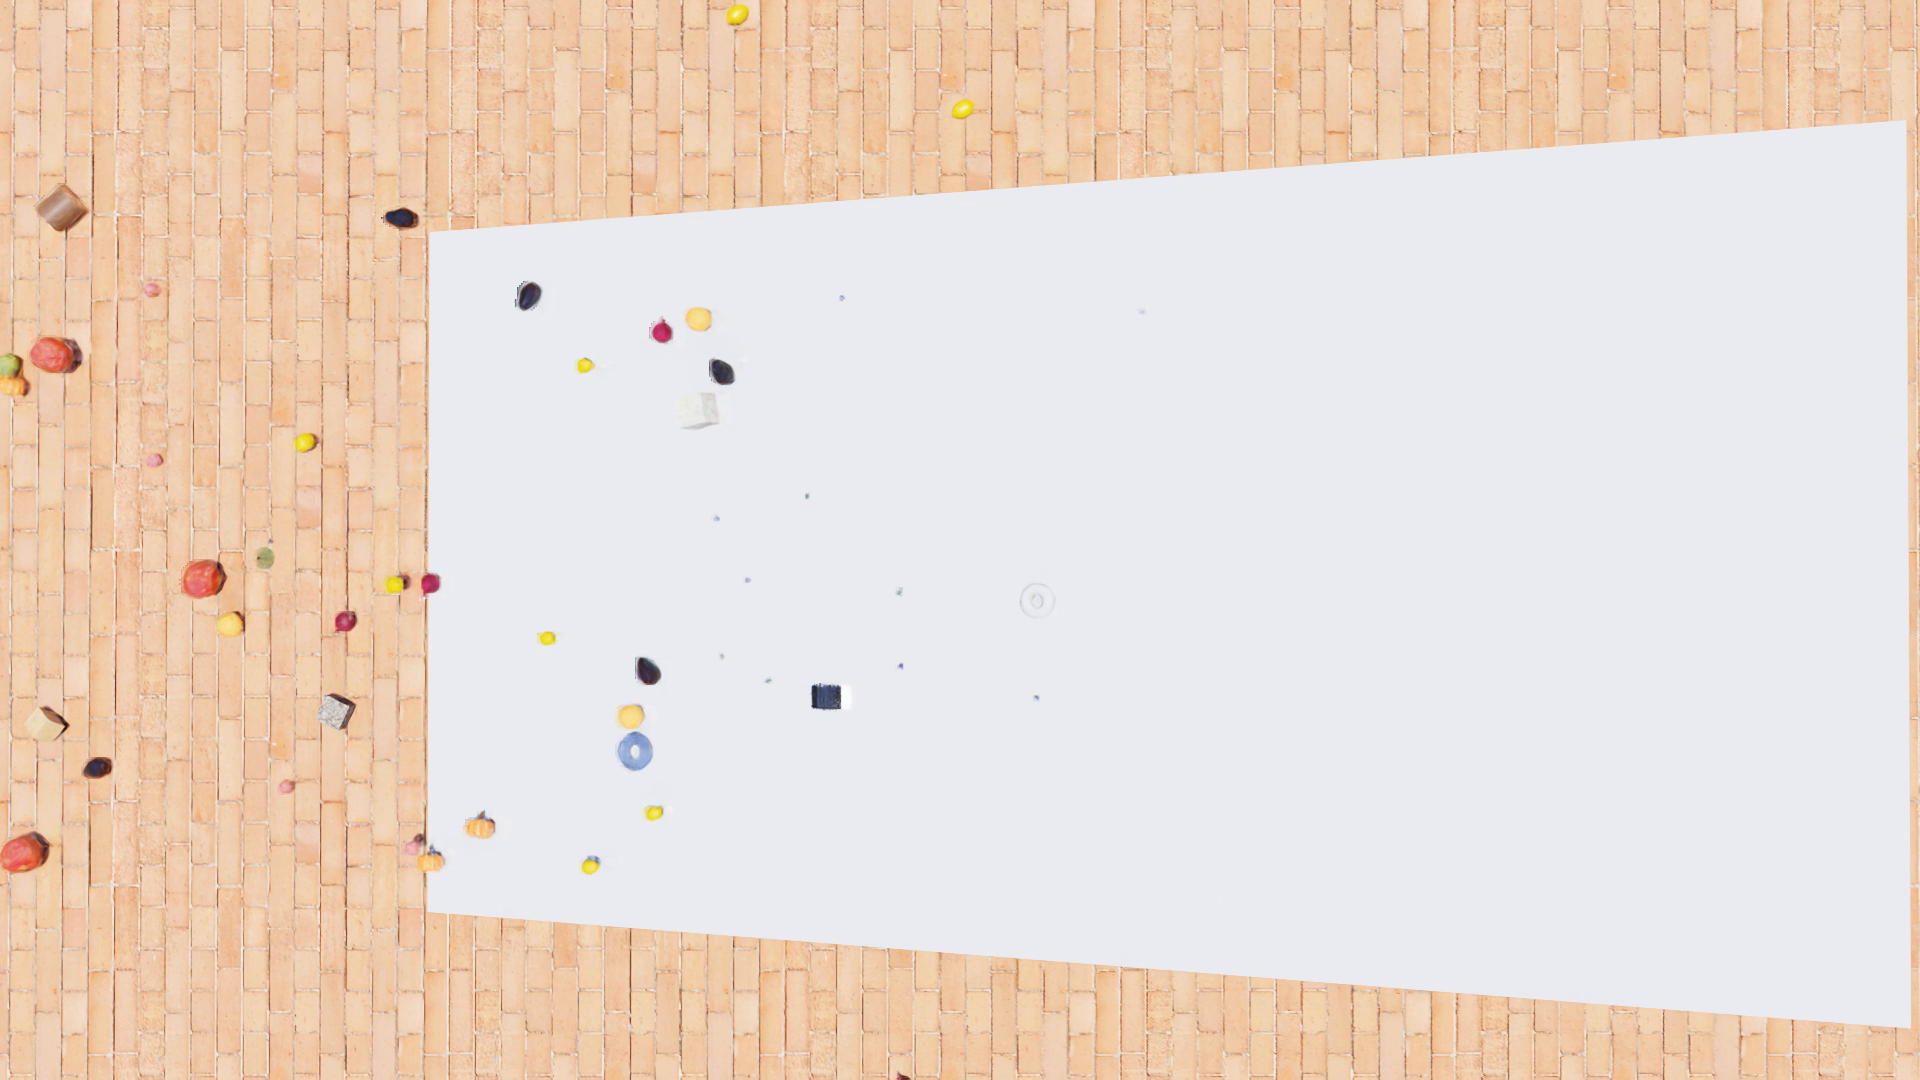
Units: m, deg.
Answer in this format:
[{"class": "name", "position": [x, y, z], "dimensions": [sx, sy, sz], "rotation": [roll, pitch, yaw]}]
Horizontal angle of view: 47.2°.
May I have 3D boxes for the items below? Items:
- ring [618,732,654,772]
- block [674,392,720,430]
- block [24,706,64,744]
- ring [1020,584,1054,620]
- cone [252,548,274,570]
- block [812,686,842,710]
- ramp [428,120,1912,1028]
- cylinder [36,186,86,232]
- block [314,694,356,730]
[{"class": "ring", "position": [-0.908, 0.592, 6.154], "dimensions": [0.111, 0.037, 0.111], "rotation": [-1, 88, 25]}, {"class": "block", "position": [-0.724, -0.355, 6.057], "dimensions": [0.084, 0.084, 0.084], "rotation": [-13, 84, 23]}, {"class": "block", "position": [-2.711, 0.549, 6.512], "dimensions": [0.068, 0.068, 0.068], "rotation": [-49, 57, -1]}, {"class": "ring", "position": [0.200, 0.158, 5.668], "dimensions": [0.094, 0.031, 0.094], "rotation": [0, 90, 23]}, {"class": "cone", "position": [-2.078, 0.054, 6.532], "dimensions": [0.067, 0.067, 0.067], "rotation": [0, 89, 0]}, {"class": "block", "position": [-0.357, 0.422, 5.898], "dimensions": [0.060, 0.060, 0.060], "rotation": [1, 90, 24]}, {"class": "ramp", "position": [0.283, 0.083, 5.704], "dimensions": [4.000, 0.100, 2.000], "rotation": [0, 89, 24]}, {"class": "cylinder", "position": [-2.668, -0.983, 6.527], "dimensions": [0.099, 0.099, 0.099], "rotation": [-41, 89, 0]}, {"class": "block", "position": [-1.851, 0.510, 6.520], "dimensions": [0.079, 0.079, 0.079], "rotation": [25, 89, 0]}]
